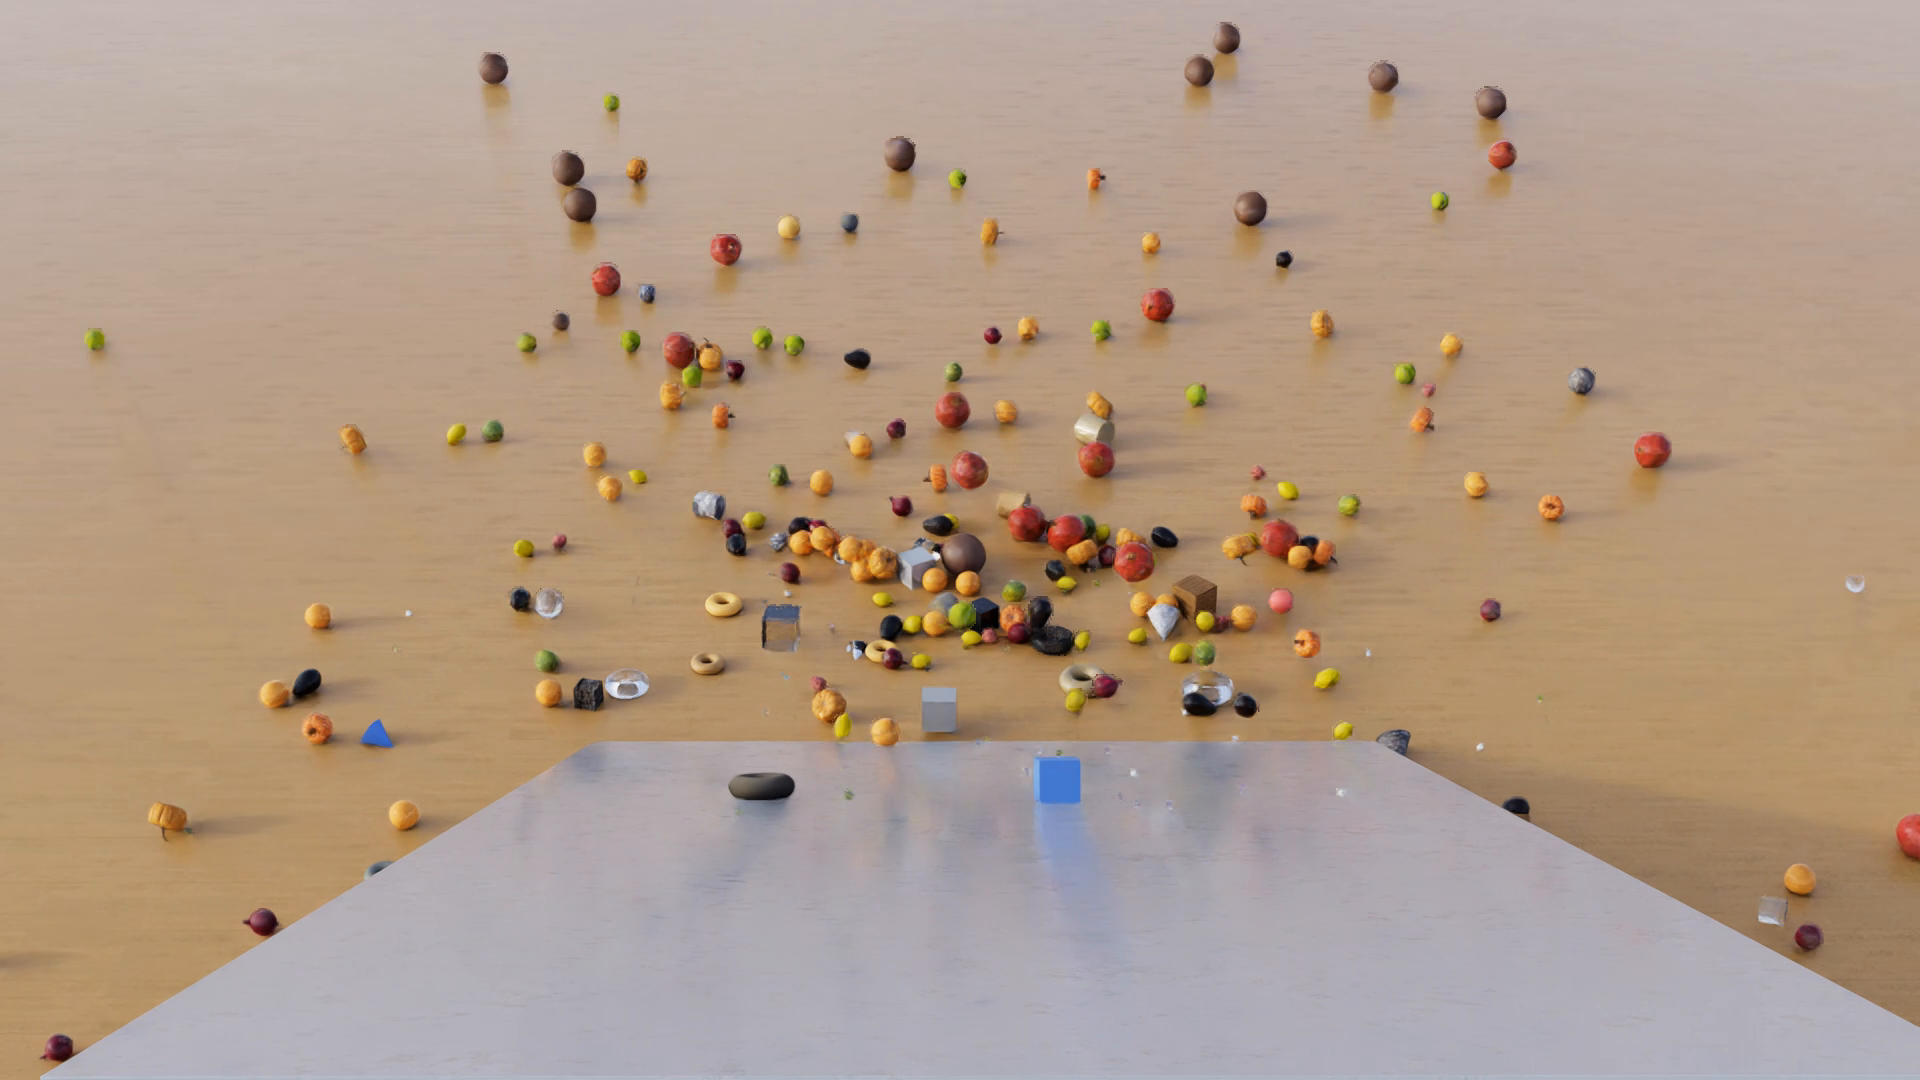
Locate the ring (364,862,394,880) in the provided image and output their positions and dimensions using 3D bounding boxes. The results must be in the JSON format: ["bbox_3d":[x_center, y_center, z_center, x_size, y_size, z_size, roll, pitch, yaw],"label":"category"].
[{"bbox_3d":[-1.390,0.810,6.239,0.097,0.032,0.097,1,29,-1],"label":"ring"}]

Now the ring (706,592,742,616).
[{"bbox_3d":[-0.674,0.184,7.376,0.105,0.035,0.105,1,29,-1],"label":"ring"}]

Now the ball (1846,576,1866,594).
[{"bbox_3d":[2.585,0.128,7.461,0.050,0.050,0.050,0,29,0],"label":"ball"}]

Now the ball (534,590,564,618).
[{"bbox_3d":[-1.167,0.181,7.332,0.081,0.081,0.081,0,29,0],"label":"ball"}]

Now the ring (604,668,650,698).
[{"bbox_3d":[-0.901,0.389,6.997,0.123,0.041,0.123,1,28,0],"label":"ring"}]

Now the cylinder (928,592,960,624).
[{"bbox_3d":[-0.046,0.193,7.324,0.069,0.069,0.069,17,33,27],"label":"cylinder"}]

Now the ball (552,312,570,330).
[{"bbox_3d":[-1.402,-0.767,9.074,0.064,0.064,0.064,0,29,0],"label":"ball"}]

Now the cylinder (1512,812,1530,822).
[{"bbox_3d":[1.381,0.704,6.408,0.054,0.054,0.054,6,29,6],"label":"cylinder"}]

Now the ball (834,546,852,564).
[{"bbox_3d":[-0.344,0.045,7.610,0.053,0.053,0.053,0,29,0],"label":"ball"}]

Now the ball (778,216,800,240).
[{"bbox_3d":[-0.649,-1.183,9.808,0.087,0.087,0.087,0,29,0],"label":"ball"}]

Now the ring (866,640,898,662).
[{"bbox_3d":[-0.216,0.308,7.154,0.092,0.031,0.092,1,29,-1],"label":"ring"}]

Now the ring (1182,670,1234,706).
[{"bbox_3d":[0.667,0.399,6.971,0.143,0.048,0.143,0,27,0],"label":"ring"}]

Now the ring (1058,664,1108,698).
[{"bbox_3d":[0.335,0.381,7.008,0.134,0.045,0.134,-1,29,1],"label":"ring"}]

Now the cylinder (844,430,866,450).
[{"bbox_3d":[-0.335,-0.321,8.277,0.052,0.052,0.052,18,34,30],"label":"cylinder"}]

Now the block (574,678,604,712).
[{"bbox_3d":[-0.996,0.414,6.931,0.060,0.060,0.060,7,30,13],"label":"block"}]

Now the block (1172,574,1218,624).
[{"bbox_3d":[0.666,0.166,7.350,0.090,0.090,0.090,-24,37,-37],"label":"block"}]

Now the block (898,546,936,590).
[{"bbox_3d":[-0.127,0.083,7.510,0.082,0.082,0.082,-17,33,-27],"label":"block"}]

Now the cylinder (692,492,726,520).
[{"bbox_3d":[-0.763,-0.104,7.859,0.073,0.073,0.073,11,31,19],"label":"cylinder"}]

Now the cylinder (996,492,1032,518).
[{"bbox_3d":[0.162,-0.106,7.857,0.079,0.079,0.079,0,25,30],"label":"cylinder"}]

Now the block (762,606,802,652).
[{"bbox_3d":[-0.497,0.247,7.200,0.093,0.093,0.093,3,29,6],"label":"block"}]

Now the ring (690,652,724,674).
[{"bbox_3d":[-0.693,0.338,7.099,0.094,0.031,0.094,1,30,-1],"label":"ring"}]

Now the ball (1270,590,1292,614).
[{"bbox_3d":[0.911,0.174,7.337,0.067,0.067,0.067,0,29,0],"label":"ball"}]

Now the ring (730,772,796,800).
[{"bbox_3d":[-0.405,0.503,5.287,0.135,0.045,0.135,-1,1,0],"label":"ring"}]

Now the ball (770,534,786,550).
[{"bbox_3d":[-0.540,0.005,7.685,0.050,0.050,0.050,0,29,0],"label":"ball"}]

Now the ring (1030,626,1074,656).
[{"bbox_3d":[0.258,0.279,7.196,0.123,0.041,0.123,0,29,0],"label":"ring"}]

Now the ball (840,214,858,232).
[{"bbox_3d":[-0.423,-1.214,9.884,0.068,0.068,0.068,0,29,0],"label":"ball"}]

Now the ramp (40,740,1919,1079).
[{"bbox_3d":[0.065,0.580,4.626,2.000,0.100,4.000,0,0,0],"label":"ramp"}]

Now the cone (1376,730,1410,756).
[{"bbox_3d":[1.131,0.554,6.696,0.092,0.092,0.092,-3,56,-5],"label":"cone"}]

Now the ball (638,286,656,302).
[{"bbox_3d":[-1.126,-0.884,9.290,0.063,0.063,0.063,0,29,0],"label":"ball"}]

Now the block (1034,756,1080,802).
[{"bbox_3d":[0.196,0.484,5.218,0.084,0.084,0.084,0,0,-6],"label":"block"}]

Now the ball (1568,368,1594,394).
[{"bbox_3d":[2.072,-0.531,8.620,0.088,0.088,0.088,0,29,0],"label":"ball"}]

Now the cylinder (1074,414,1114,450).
[{"bbox_3d":[0.430,-0.348,8.282,0.093,0.093,0.093,23,36,36],"label":"cylinder"}]

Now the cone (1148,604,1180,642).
[{"bbox_3d":[0.572,0.247,7.252,0.096,0.096,0.096,2,55,3],"label":"cone"}]

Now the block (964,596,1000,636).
[{"bbox_3d":[0.063,0.214,7.286,0.069,0.069,0.069,-22,36,-34],"label":"block"}]

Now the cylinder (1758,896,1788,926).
[{"bbox_3d":[1.915,0.875,6.093,0.060,0.060,0.060,8,30,14],"label":"cylinder"}]

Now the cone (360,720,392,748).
[{"bbox_3d":[-1.511,0.523,6.759,0.077,0.077,0.077,35,37,6],"label":"cone"}]

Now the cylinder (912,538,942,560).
[{"bbox_3d":[-0.098,0.030,7.628,0.060,0.060,0.060,-23,36,-35],"label":"cylinder"}]

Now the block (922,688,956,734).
[{"bbox_3d":[-0.055,0.448,6.808,0.090,0.090,0.090,1,20,1],"label":"block"}]
